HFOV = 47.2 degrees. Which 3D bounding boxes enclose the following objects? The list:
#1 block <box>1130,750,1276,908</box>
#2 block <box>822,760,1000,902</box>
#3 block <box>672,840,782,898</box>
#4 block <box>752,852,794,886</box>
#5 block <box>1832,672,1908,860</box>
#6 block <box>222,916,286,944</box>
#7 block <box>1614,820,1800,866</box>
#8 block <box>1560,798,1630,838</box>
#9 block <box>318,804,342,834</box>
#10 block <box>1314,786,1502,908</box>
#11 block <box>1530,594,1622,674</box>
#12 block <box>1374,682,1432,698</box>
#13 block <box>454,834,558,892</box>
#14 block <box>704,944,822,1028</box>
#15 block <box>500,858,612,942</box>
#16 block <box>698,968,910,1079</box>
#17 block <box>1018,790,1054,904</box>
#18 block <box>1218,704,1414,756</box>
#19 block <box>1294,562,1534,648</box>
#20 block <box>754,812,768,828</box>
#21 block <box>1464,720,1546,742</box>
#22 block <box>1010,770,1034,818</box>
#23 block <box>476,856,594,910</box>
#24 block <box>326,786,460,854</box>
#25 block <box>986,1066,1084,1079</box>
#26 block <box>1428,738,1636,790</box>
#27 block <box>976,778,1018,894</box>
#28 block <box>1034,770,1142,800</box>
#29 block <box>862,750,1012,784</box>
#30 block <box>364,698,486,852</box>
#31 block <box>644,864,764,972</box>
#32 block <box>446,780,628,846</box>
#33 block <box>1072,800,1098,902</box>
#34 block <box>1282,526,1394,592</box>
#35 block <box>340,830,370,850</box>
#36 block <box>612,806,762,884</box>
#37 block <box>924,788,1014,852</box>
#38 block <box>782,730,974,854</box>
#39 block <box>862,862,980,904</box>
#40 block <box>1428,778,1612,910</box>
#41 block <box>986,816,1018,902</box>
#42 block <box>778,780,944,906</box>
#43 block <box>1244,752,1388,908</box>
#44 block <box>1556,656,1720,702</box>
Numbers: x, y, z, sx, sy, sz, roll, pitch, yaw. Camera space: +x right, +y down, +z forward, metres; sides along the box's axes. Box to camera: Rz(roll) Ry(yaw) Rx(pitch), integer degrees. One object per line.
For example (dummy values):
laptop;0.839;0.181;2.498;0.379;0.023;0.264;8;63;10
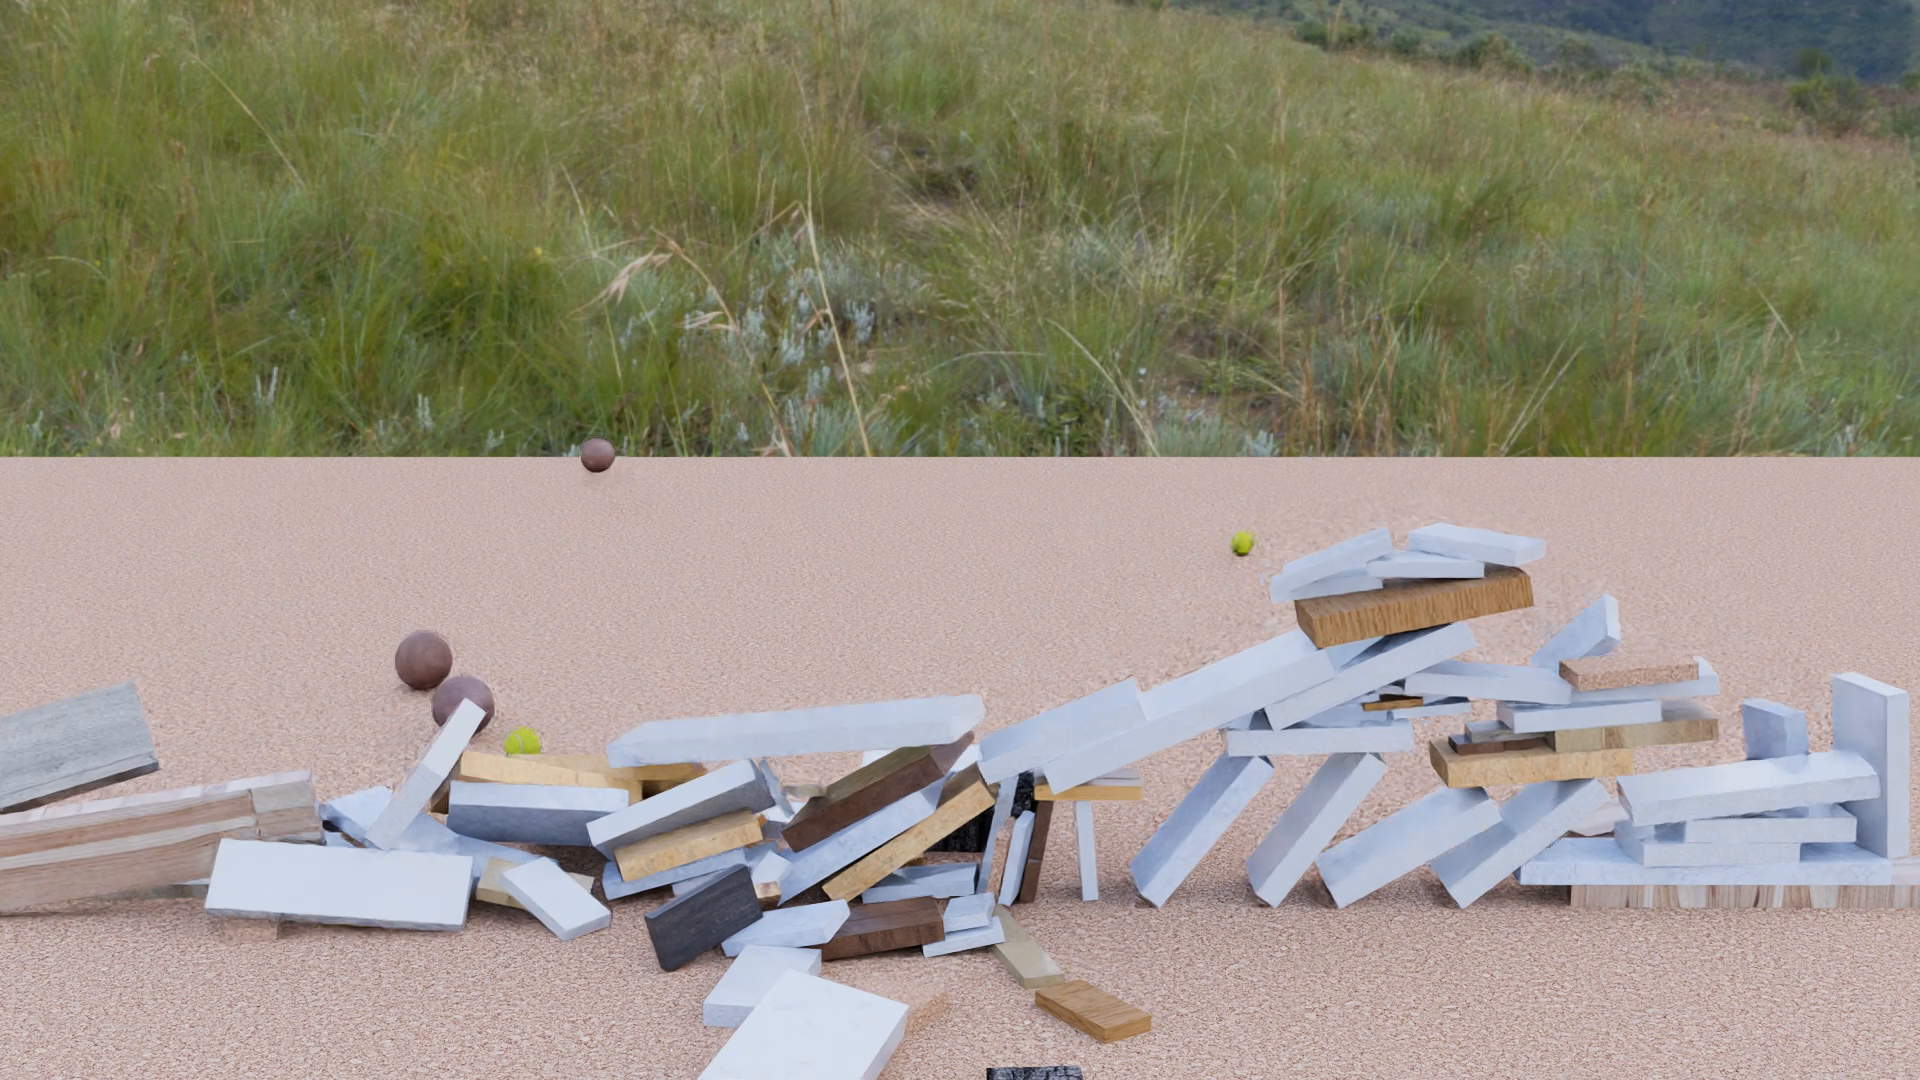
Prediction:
block;0.400;0.462;3.651;0.042;0.297;0.148;38;7;-8
block;-0.078;0.481;3.643;0.318;0.045;0.159;-35;6;10
block;-0.390;0.550;3.677;0.174;0.025;0.087;-16;9;5
block;-0.320;0.561;3.573;0.053;0.106;0.015;19;-23;45
block;1.509;0.373;3.645;0.040;0.280;0.140;-8;12;-13
block;-1.126;0.605;3.525;0.081;0.023;0.163;-2;11;-8
block;1.234;0.499;3.640;0.261;0.037;0.131;-1;11;-4
block;1.179;0.514;3.974;0.274;0.039;0.137;-6;13;-31
block;-1.119;0.511;4.013;0.207;0.029;0.104;0;11;2
block;0.740;0.497;3.651;0.301;0.043;0.150;-30;9;5
block;1.050;0.188;3.756;0.028;0.196;0.098;27;43;-13
block;0.724;0.242;3.607;0.095;0.014;0.048;6;10;2
block;-0.791;0.544;3.651;0.220;0.031;0.110;14;21;3
block;-0.287;0.655;3.229;0.117;0.033;0.233;2;11;10
block;-0.647;0.575;3.520;0.174;0.025;0.087;31;32;34
block;-0.207;0.682;2.867;0.179;0.051;0.358;15;18;12
block;0.123;0.503;3.649;0.025;0.176;0.088;10;10;-5
block;0.583;0.311;3.623;0.297;0.042;0.148;-2;11;1
block;0.734;0.099;3.581;0.351;0.050;0.176;-11;10;0
block;-0.433;0.499;3.934;0.165;0.023;0.082;16;51;37
block;0.897;0.312;3.622;0.121;0.017;0.061;-5;11;2
block;0.093;0.489;3.696;0.026;0.186;0.093;12;11;3
block;-0.690;0.566;3.575;0.174;0.025;0.087;12;26;-1
block;-0.944;0.477;3.656;0.220;0.031;0.110;23;25;36
block;0.100;0.720;2.918;0.126;0.018;0.063;-1;11;-3
block;0.940;0.356;3.627;0.301;0.043;0.150;-5;10;1
block;0.060;0.497;3.655;0.026;0.186;0.093;13;11;3
block;0.211;0.404;3.626;0.176;0.025;0.088;0;11;1
block;-0.042;0.433;4.130;0.279;0.040;0.140;0;11;0
block;-0.883;0.384;3.643;0.045;0.160;0.319;38;11;-9
block;-0.392;0.577;3.370;0.181;0.090;0.026;-26;17;-36
block;-0.716;0.465;3.720;0.293;0.042;0.147;4;-33;-13
block;0.207;0.502;3.658;0.025;0.176;0.088;-5;11;-1
block;0.622;0.030;3.615;0.183;0.026;0.091;-22;8;13
block;-0.920;0.521;3.710;0.220;0.031;0.110;27;22;15
block;-0.453;0.504;3.646;0.235;0.033;0.117;-16;9;-13
block;-0.006;0.492;3.886;0.229;0.114;0.032;0;11;3
block;-0.136;0.406;3.648;0.318;0.045;0.159;-30;7;25
block;-0.065;0.569;3.653;0.186;0.026;0.093;-5;10;6
block;0.925;0.481;3.648;0.301;0.043;0.150;-39;8;7
block;0.069;0.528;3.585;0.020;0.140;0.070;15;27;13
block;-0.179;0.488;3.641;0.318;0.045;0.159;-32;6;10
block;0.588;0.460;3.648;0.042;0.297;0.148;36;9;-6
block;1.114;0.230;3.623;0.238;0.034;0.119;-4;11;7
